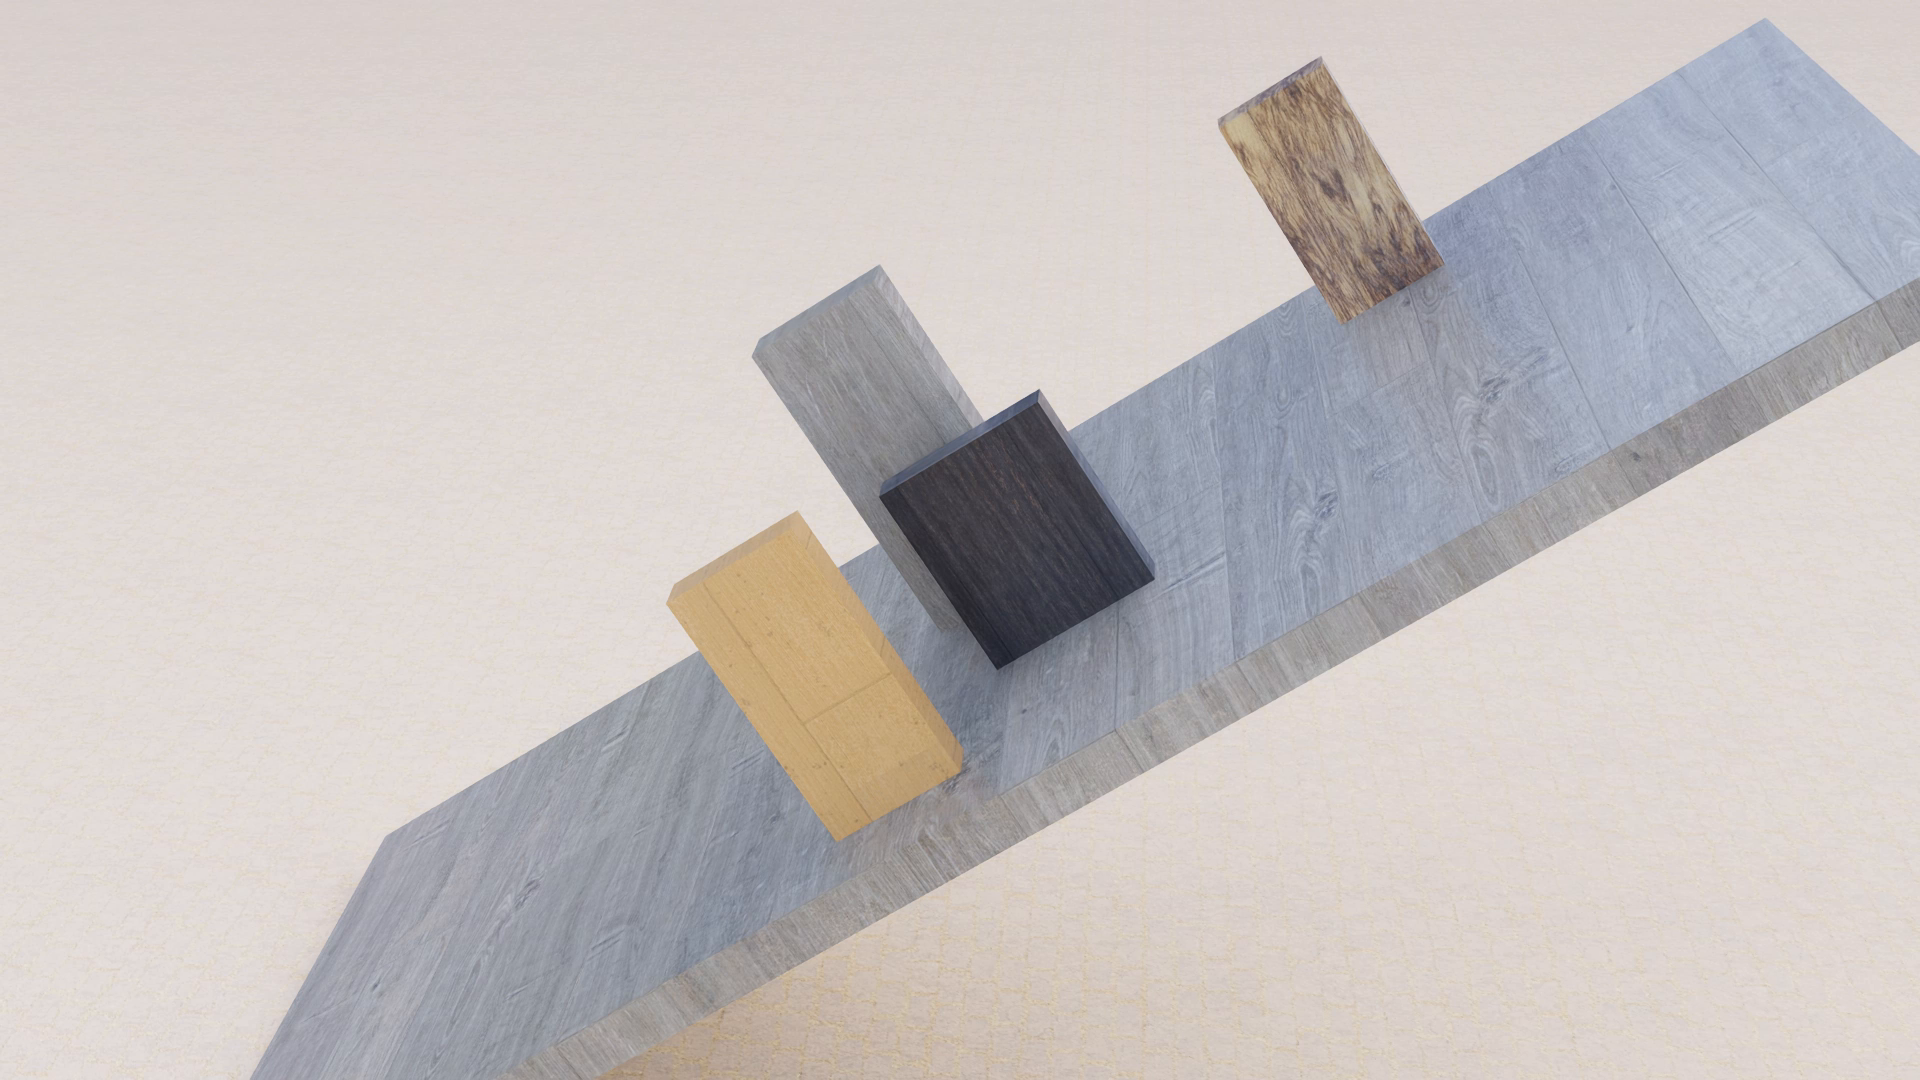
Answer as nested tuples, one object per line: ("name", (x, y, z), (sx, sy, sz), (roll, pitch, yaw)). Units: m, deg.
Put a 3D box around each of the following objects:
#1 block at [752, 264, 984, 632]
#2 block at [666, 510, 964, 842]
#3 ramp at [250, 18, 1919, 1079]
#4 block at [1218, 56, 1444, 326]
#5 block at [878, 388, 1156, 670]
("block", (-0.105, -0.191, 6.308), (0.311, 0.736, 0.136), (-30, 15, 14))
("block", (-0.270, 0.261, 5.567), (0.283, 0.574, 0.103), (-30, 15, 14))
("ramp", (0.140, 0.170, 6.294), (4.000, 0.100, 2.000), (-30, 15, 14))
("block", (0.828, -0.778, 6.566), (0.268, 0.529, 0.103), (-30, 15, 14))
("block", (0.117, -0.019, 5.889), (0.374, 0.436, 0.089), (-30, 15, 14))
